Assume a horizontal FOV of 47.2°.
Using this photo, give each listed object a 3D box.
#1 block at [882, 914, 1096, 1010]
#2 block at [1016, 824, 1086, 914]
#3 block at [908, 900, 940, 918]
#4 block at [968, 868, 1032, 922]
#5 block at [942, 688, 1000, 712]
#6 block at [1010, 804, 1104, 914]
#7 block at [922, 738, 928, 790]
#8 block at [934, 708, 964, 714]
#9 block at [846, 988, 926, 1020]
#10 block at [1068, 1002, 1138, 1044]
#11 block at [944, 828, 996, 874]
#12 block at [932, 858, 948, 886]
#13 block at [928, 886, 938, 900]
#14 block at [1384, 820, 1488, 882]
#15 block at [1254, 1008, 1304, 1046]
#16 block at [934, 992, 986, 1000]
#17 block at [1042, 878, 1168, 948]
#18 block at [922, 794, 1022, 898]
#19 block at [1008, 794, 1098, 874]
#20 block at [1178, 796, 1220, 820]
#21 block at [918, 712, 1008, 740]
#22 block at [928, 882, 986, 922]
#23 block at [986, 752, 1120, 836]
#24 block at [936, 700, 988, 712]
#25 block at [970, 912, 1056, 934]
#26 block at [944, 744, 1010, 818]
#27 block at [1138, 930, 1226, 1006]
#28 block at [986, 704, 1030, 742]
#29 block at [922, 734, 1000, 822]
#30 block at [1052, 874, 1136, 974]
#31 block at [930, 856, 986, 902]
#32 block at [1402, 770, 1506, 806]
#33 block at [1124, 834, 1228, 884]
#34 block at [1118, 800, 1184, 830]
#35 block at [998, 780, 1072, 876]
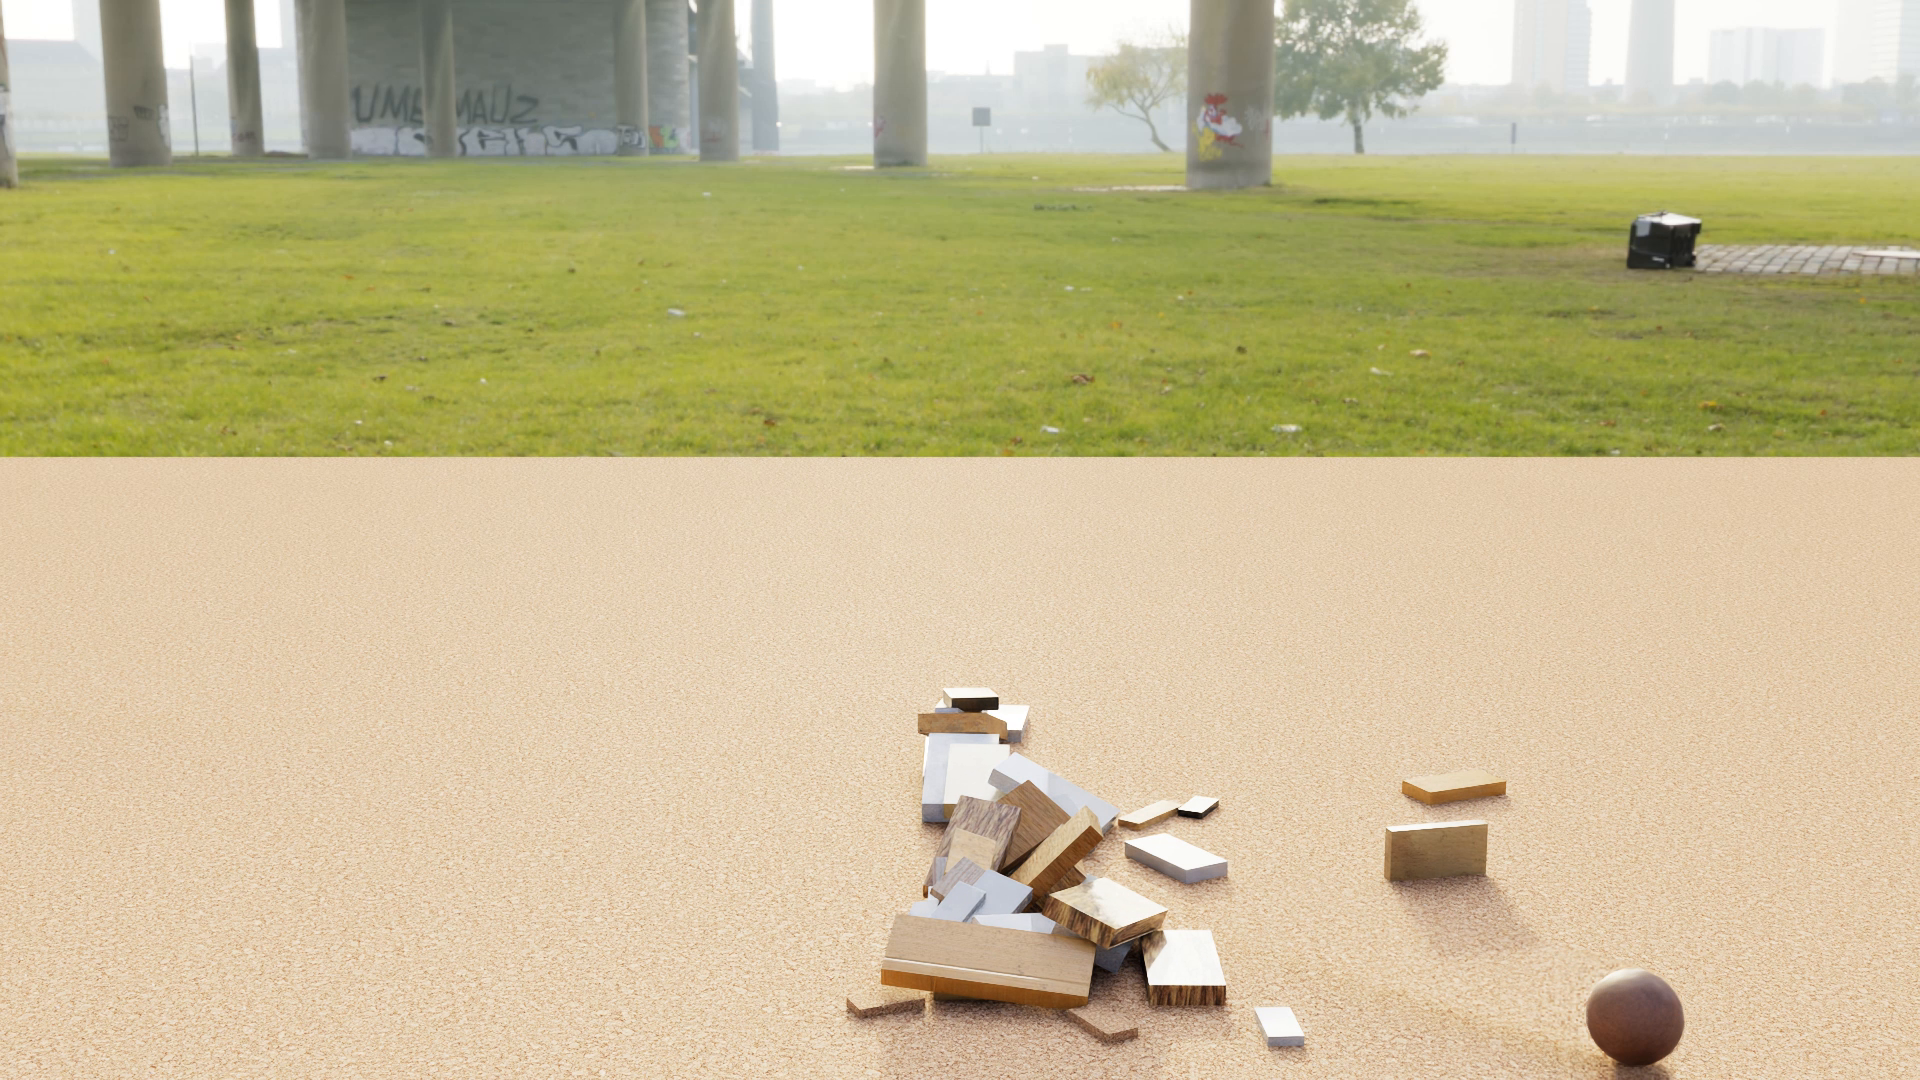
[{"bbox_3d":[0.044,0.620,3.229,0.302,0.033,0.115,6,35,7],"label":"block"},{"bbox_3d":[0.148,0.547,3.614,0.111,0.031,0.222,-45,8,6],"label":"block"},{"bbox_3d":[-0.063,0.601,3.434,0.049,0.014,0.097,-13,27,26],"label":"block"},{"bbox_3d":[0.036,0.585,3.434,0.083,0.023,0.166,20,39,25],"label":"block"},{"bbox_3d":[0.022,0.330,4.557,0.097,0.028,0.194,-1,2,-5],"label":"block"},{"bbox_3d":[0.140,0.526,3.542,0.214,0.030,0.107,-44,8,7],"label":"block"},{"bbox_3d":[-0.002,0.446,4.341,0.136,0.039,0.272,0,11,0],"label":"block"},{"bbox_3d":[-0.021,0.347,4.408,0.047,0.013,0.094,-1,-9,7],"label":"block"},{"bbox_3d":[-0.108,0.671,3.192,0.103,0.015,0.051,-5,12,-24],"label":"block"},{"bbox_3d":[0.202,0.685,3.118,0.051,0.015,0.103,-6,12,-29],"label":"block"},{"bbox_3d":[0.015,0.522,3.575,0.070,0.020,0.140,19,24,0],"label":"block"},{"bbox_3d":[-0.009,0.570,3.559,0.070,0.020,0.139,0,37,0],"label":"block"},{"bbox_3d":[-0.017,0.597,3.470,0.070,0.020,0.139,1,27,1],"label":"block"},{"bbox_3d":[0.812,0.529,3.752,0.177,0.089,0.025,-3,11,-13],"label":"block"},{"bbox_3d":[0.451,0.687,3.106,0.051,0.015,0.103,-1,11,-3],"label":"block"},{"bbox_3d":[-0.001,0.631,3.293,0.083,0.023,0.166,-1,22,-3],"label":"block"},{"bbox_3d":[0.223,0.566,3.347,0.115,0.033,0.230,24,9,23],"label":"block"},{"bbox_3d":[0.022,0.520,3.665,0.107,0.030,0.214,11,40,13],"label":"block"},{"bbox_3d":[0.124,0.514,3.837,0.225,0.032,0.113,-8,47,-36],"label":"block"},{"bbox_3d":[0.447,0.500,4.115,0.047,0.013,0.094,5,12,26],"label":"block"},{"bbox_3d":[0.008,0.379,4.446,0.136,0.039,0.272,-1,-9,10],"label":"block"},{"bbox_3d":[-0.004,0.572,3.418,0.049,0.014,0.097,19,38,24],"label":"block"},{"bbox_3d":[0.172,0.468,4.008,0.225,0.032,0.112,28,19,16],"label":"block"},{"bbox_3d":[0.004,0.356,4.629,0.097,0.028,0.194,-1,2,4],"label":"block"},{"bbox_3d":[0.102,0.606,3.359,0.166,0.023,0.083,6,25,-39],"label":"block"},{"bbox_3d":[0.032,0.447,4.077,0.113,0.032,0.225,1,23,3],"label":"block"},{"bbox_3d":[0.332,0.641,3.306,0.111,0.031,0.222,0,11,1],"label":"block"},{"bbox_3d":[0.091,0.389,4.675,0.097,0.028,0.194,1,11,7],"label":"block"},{"bbox_3d":[0.003,0.448,4.163,0.136,0.039,0.272,1,23,2],"label":"block"},{"bbox_3d":[0.221,0.596,3.431,0.115,0.033,0.230,25,16,10],"label":"block"},{"bbox_3d":[-0.001,0.544,3.486,0.049,0.014,0.097,32,39,17],"label":"block"},{"bbox_3d":[0.949,0.474,4.223,0.177,0.025,0.089,-5,12,-24],"label":"block"},{"bbox_3d":[0.373,0.551,3.810,0.089,0.025,0.177,-6,12,-31],"label":"block"},{"bbox_3d":[0.354,0.509,4.070,0.047,0.013,0.147,8,13,38],"label":"block"},{"bbox_3d":[0.081,0.502,3.762,0.107,0.030,0.214,40,48,24],"label":"block"}]
